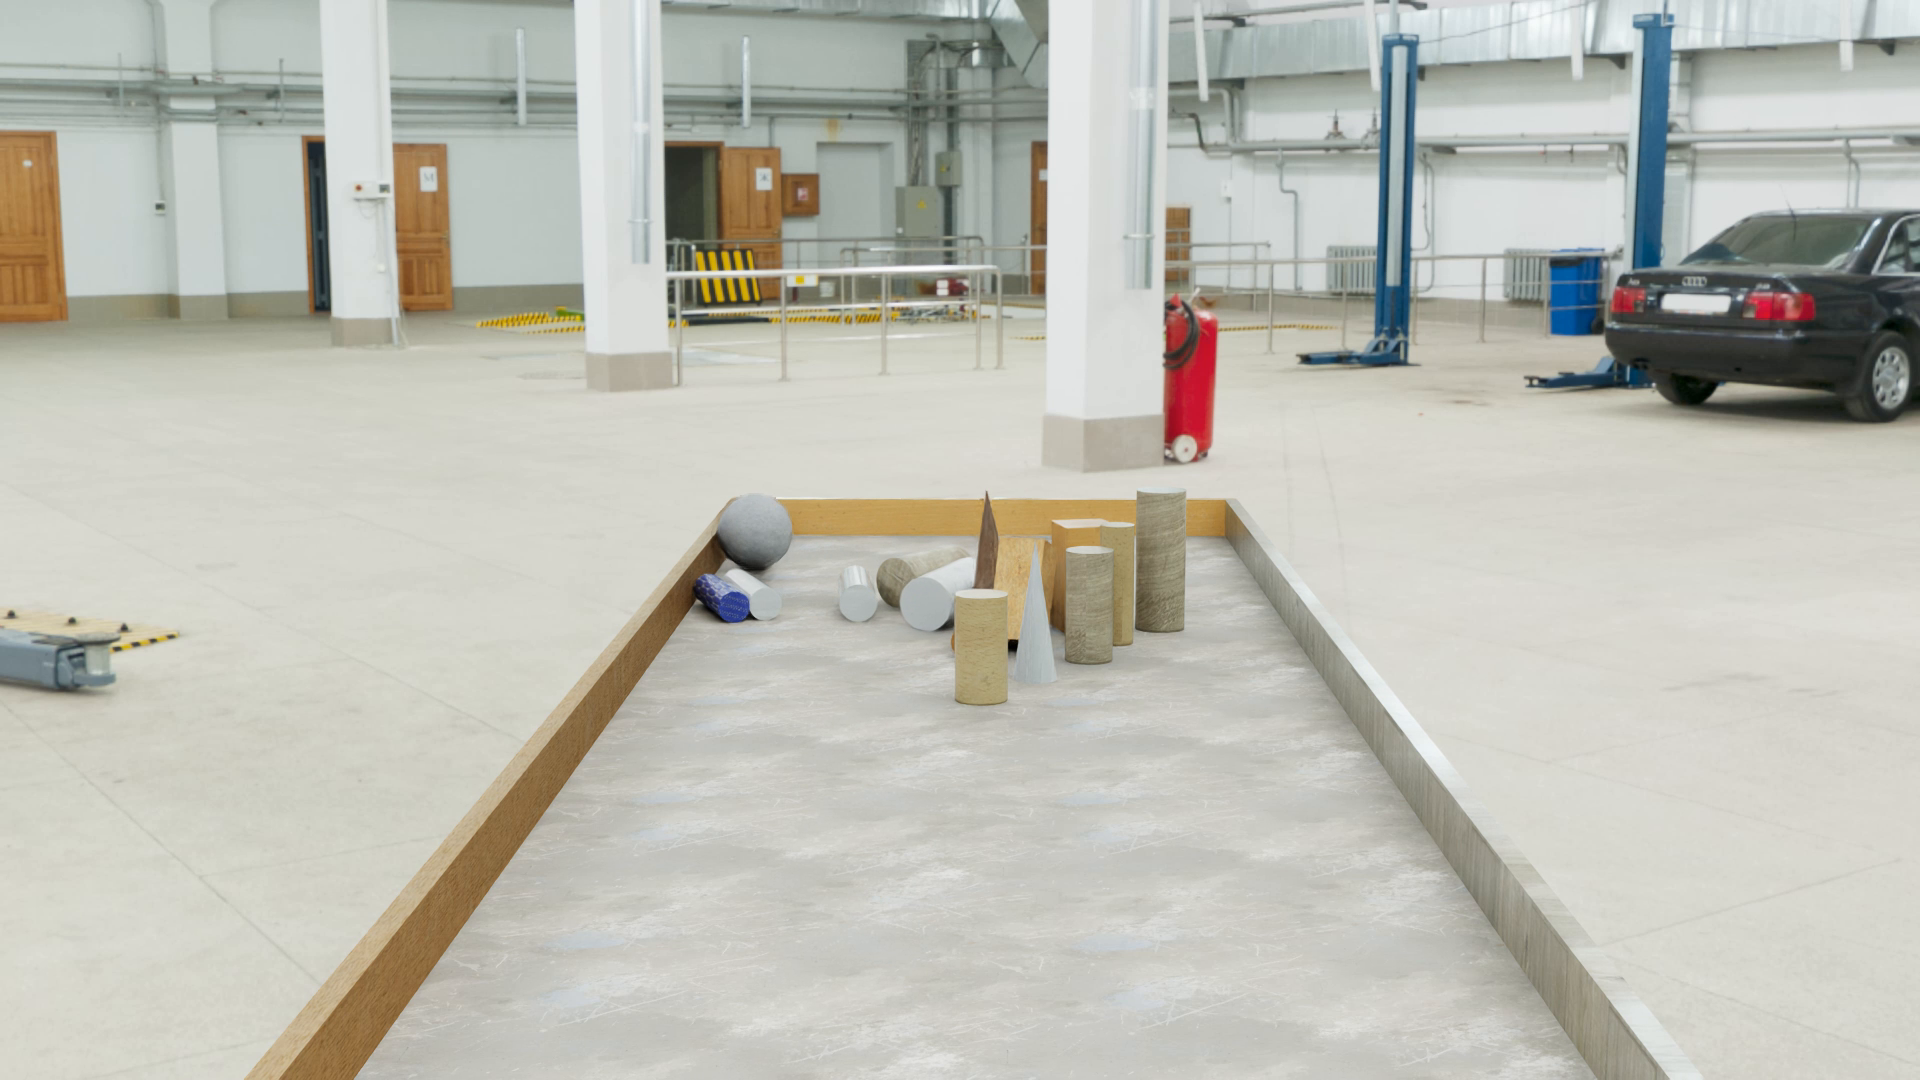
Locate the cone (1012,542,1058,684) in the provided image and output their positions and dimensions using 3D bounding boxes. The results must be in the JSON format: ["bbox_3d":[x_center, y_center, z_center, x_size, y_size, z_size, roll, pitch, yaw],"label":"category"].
[{"bbox_3d":[0.219,0.201,6.411,0.132,0.417,0.132,0,9,0],"label":"cone"}]

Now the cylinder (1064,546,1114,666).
[{"bbox_3d":[0.392,0.198,6.675,0.146,0.340,0.146,0,9,0],"label":"cylinder"}]

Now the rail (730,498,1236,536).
[{"bbox_3d":[0.099,-0.098,9.147,2.100,0.150,0.050,0,9,1],"label":"rail"}]

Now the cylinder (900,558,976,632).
[{"bbox_3d":[-0.040,0.177,7.322,0.179,0.179,0.414,3,10,20],"label":"cylinder"}]

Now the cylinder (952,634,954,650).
[{"bbox_3d":[0.042,0.289,6.863,0.101,0.101,0.309,1,9,7],"label":"cylinder"}]

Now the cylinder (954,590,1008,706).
[{"bbox_3d":[0.060,0.299,6.155,0.149,0.302,0.149,0,9,0],"label":"cylinder"}]

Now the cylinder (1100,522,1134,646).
[{"bbox_3d":[0.494,0.139,6.925,0.108,0.379,0.108,0,9,0],"label":"cylinder"}]

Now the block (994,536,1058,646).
[{"bbox_3d":[0.197,0.164,6.855,0.146,0.318,0.146,3,-11,19],"label":"block"}]

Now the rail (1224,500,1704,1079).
[{"bbox_3d":[1.046,0.843,3.208,0.050,0.150,12.000,0,9,1],"label":"rail"}]

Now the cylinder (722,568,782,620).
[{"bbox_3d":[-0.713,0.184,7.494,0.111,0.111,0.392,-3,10,-20],"label":"cylinder"}]

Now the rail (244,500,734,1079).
[{"bbox_3d":[-1.004,0.839,3.234,0.050,0.150,12.000,0,9,1],"label":"rail"}]

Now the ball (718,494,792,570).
[{"bbox_3d":[-0.772,-0.030,8.302,0.281,0.281,0.281,0,9,0],"label":"ball"}]

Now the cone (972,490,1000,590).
[{"bbox_3d":[0.099,0.049,7.236,0.173,0.449,0.173,-3,9,1],"label":"cone"}]

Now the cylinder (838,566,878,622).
[{"bbox_3d":[-0.351,0.180,7.475,0.126,0.126,0.380,-1,9,-4],"label":"cylinder"}]

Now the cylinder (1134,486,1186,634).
[{"bbox_3d":[0.652,0.063,7.153,0.162,0.457,0.162,0,9,0],"label":"cylinder"}]

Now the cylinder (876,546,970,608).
[{"bbox_3d":[-0.119,0.125,7.665,0.173,0.173,0.336,7,11,37],"label":"cylinder"}]

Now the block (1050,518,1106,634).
[{"bbox_3d":[0.404,0.116,7.168,0.172,0.346,0.172,-2,9,-14],"label":"block"}]

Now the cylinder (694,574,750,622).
[{"bbox_3d":[-0.809,0.195,7.443,0.105,0.105,0.372,-3,10,-20],"label":"cylinder"}]
